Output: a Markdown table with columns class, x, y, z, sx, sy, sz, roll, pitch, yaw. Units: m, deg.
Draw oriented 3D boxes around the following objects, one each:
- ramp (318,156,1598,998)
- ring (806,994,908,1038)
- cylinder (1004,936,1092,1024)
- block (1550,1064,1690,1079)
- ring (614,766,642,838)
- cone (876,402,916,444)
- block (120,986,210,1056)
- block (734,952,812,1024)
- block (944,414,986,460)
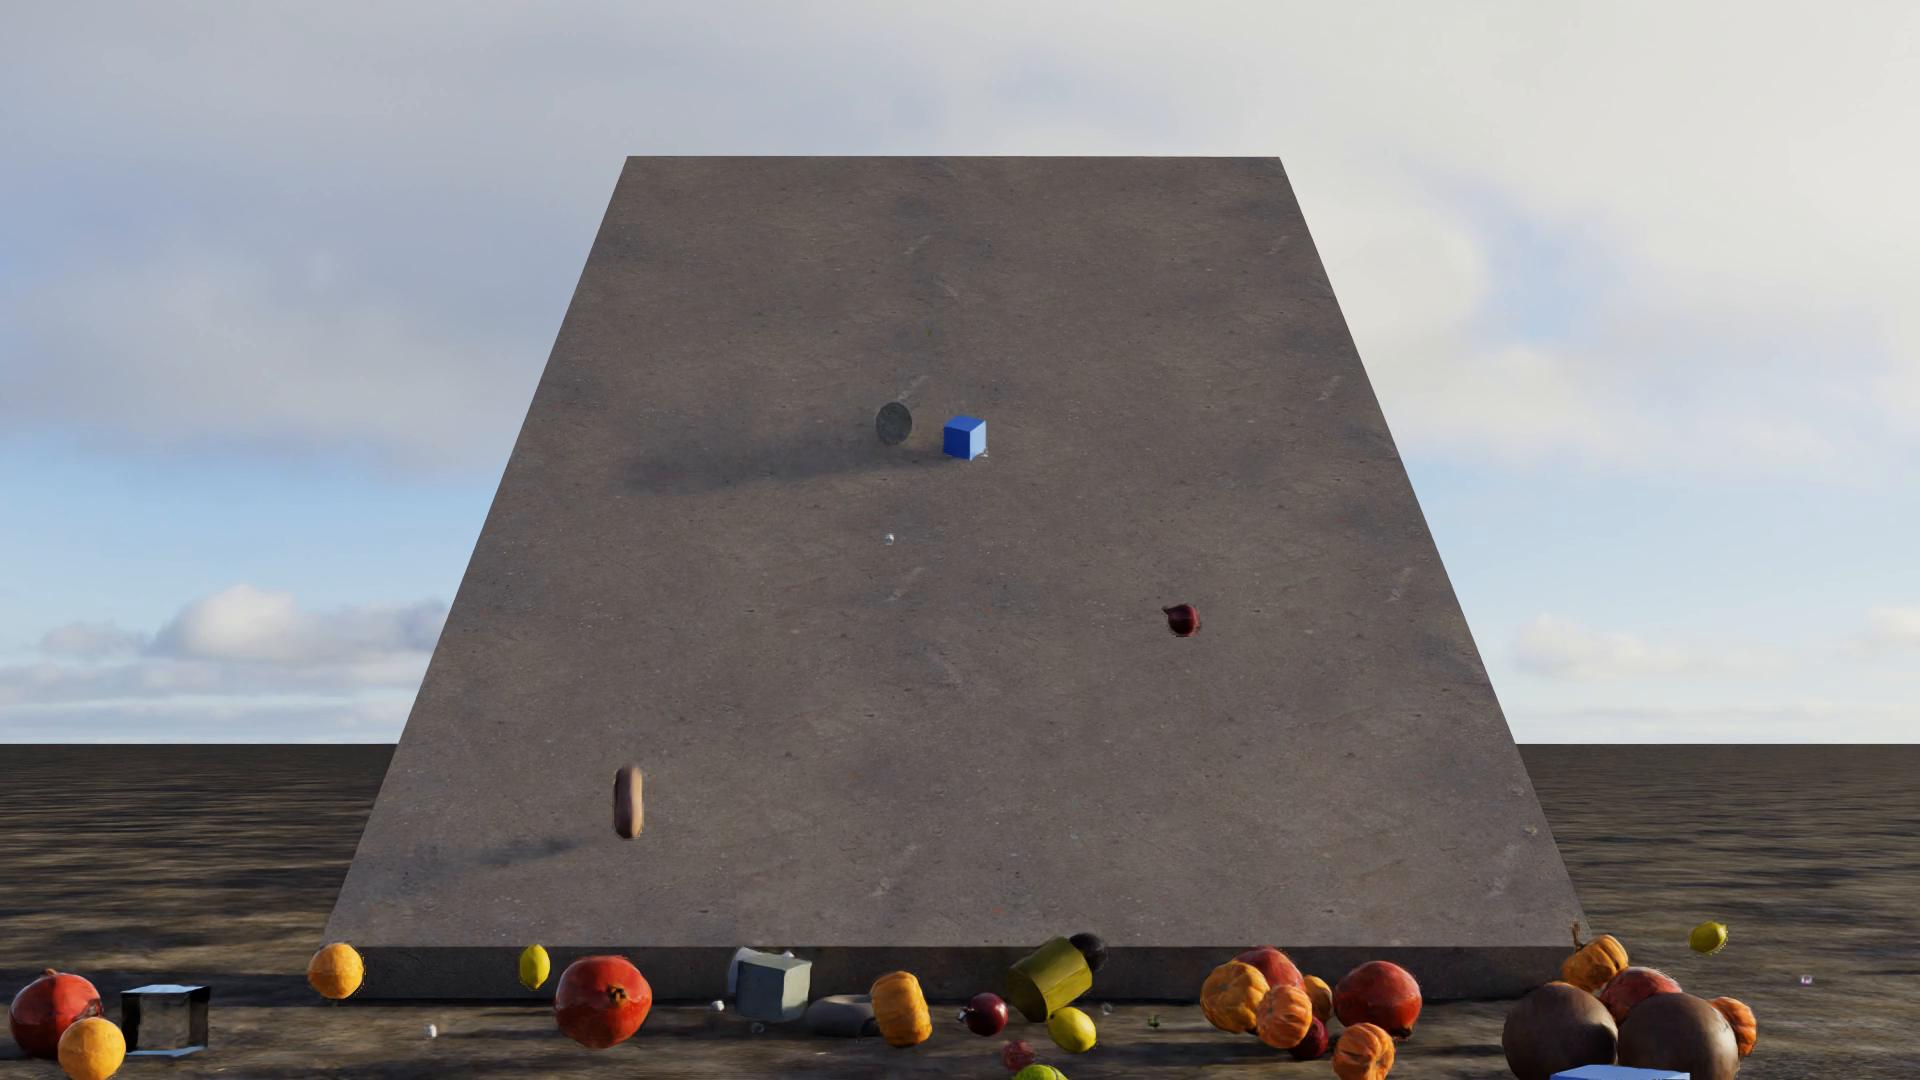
| class | x | y | z | sx | sy | sz | roll | pitch | yaw |
| --- | --- | --- | --- | --- | --- | --- | --- | --- | --- |
| ramp | -0.011 | -0.227 | 5.514 | 2.000 | 0.100 | 4.000 | 0 | 27 | 0 |
| ring | -0.145 | 0.665 | 3.314 | 0.142 | 0.047 | 0.142 | 0 | -3 | 0 |
| cylinder | 0.127 | 0.637 | 3.435 | 0.091 | 0.091 | 0.091 | -31 | 13 | -31 |
| block | 0.621 | 0.550 | 2.227 | 0.096 | 0.096 | 0.096 | -4 | -6 | 39 |
| ring | -0.553 | 0.437 | 3.954 | 0.041 | 0.122 | 0.122 | 2 | -5 | -13 |
| cone | -0.126 | -0.262 | 5.421 | 0.096 | 0.096 | 0.096 | -3 | -3 | 30 |
| block | -1.046 | 0.632 | 3.121 | 0.081 | 0.081 | 0.081 | -1 | -5 | 7 |
| block | -0.266 | 0.636 | 3.368 | 0.076 | 0.076 | 0.076 | 6 | 3 | 25 |
| block | 0.010 | -0.231 | 5.337 | 0.069 | 0.069 | 0.069 | 14 | 30 | 26 |
